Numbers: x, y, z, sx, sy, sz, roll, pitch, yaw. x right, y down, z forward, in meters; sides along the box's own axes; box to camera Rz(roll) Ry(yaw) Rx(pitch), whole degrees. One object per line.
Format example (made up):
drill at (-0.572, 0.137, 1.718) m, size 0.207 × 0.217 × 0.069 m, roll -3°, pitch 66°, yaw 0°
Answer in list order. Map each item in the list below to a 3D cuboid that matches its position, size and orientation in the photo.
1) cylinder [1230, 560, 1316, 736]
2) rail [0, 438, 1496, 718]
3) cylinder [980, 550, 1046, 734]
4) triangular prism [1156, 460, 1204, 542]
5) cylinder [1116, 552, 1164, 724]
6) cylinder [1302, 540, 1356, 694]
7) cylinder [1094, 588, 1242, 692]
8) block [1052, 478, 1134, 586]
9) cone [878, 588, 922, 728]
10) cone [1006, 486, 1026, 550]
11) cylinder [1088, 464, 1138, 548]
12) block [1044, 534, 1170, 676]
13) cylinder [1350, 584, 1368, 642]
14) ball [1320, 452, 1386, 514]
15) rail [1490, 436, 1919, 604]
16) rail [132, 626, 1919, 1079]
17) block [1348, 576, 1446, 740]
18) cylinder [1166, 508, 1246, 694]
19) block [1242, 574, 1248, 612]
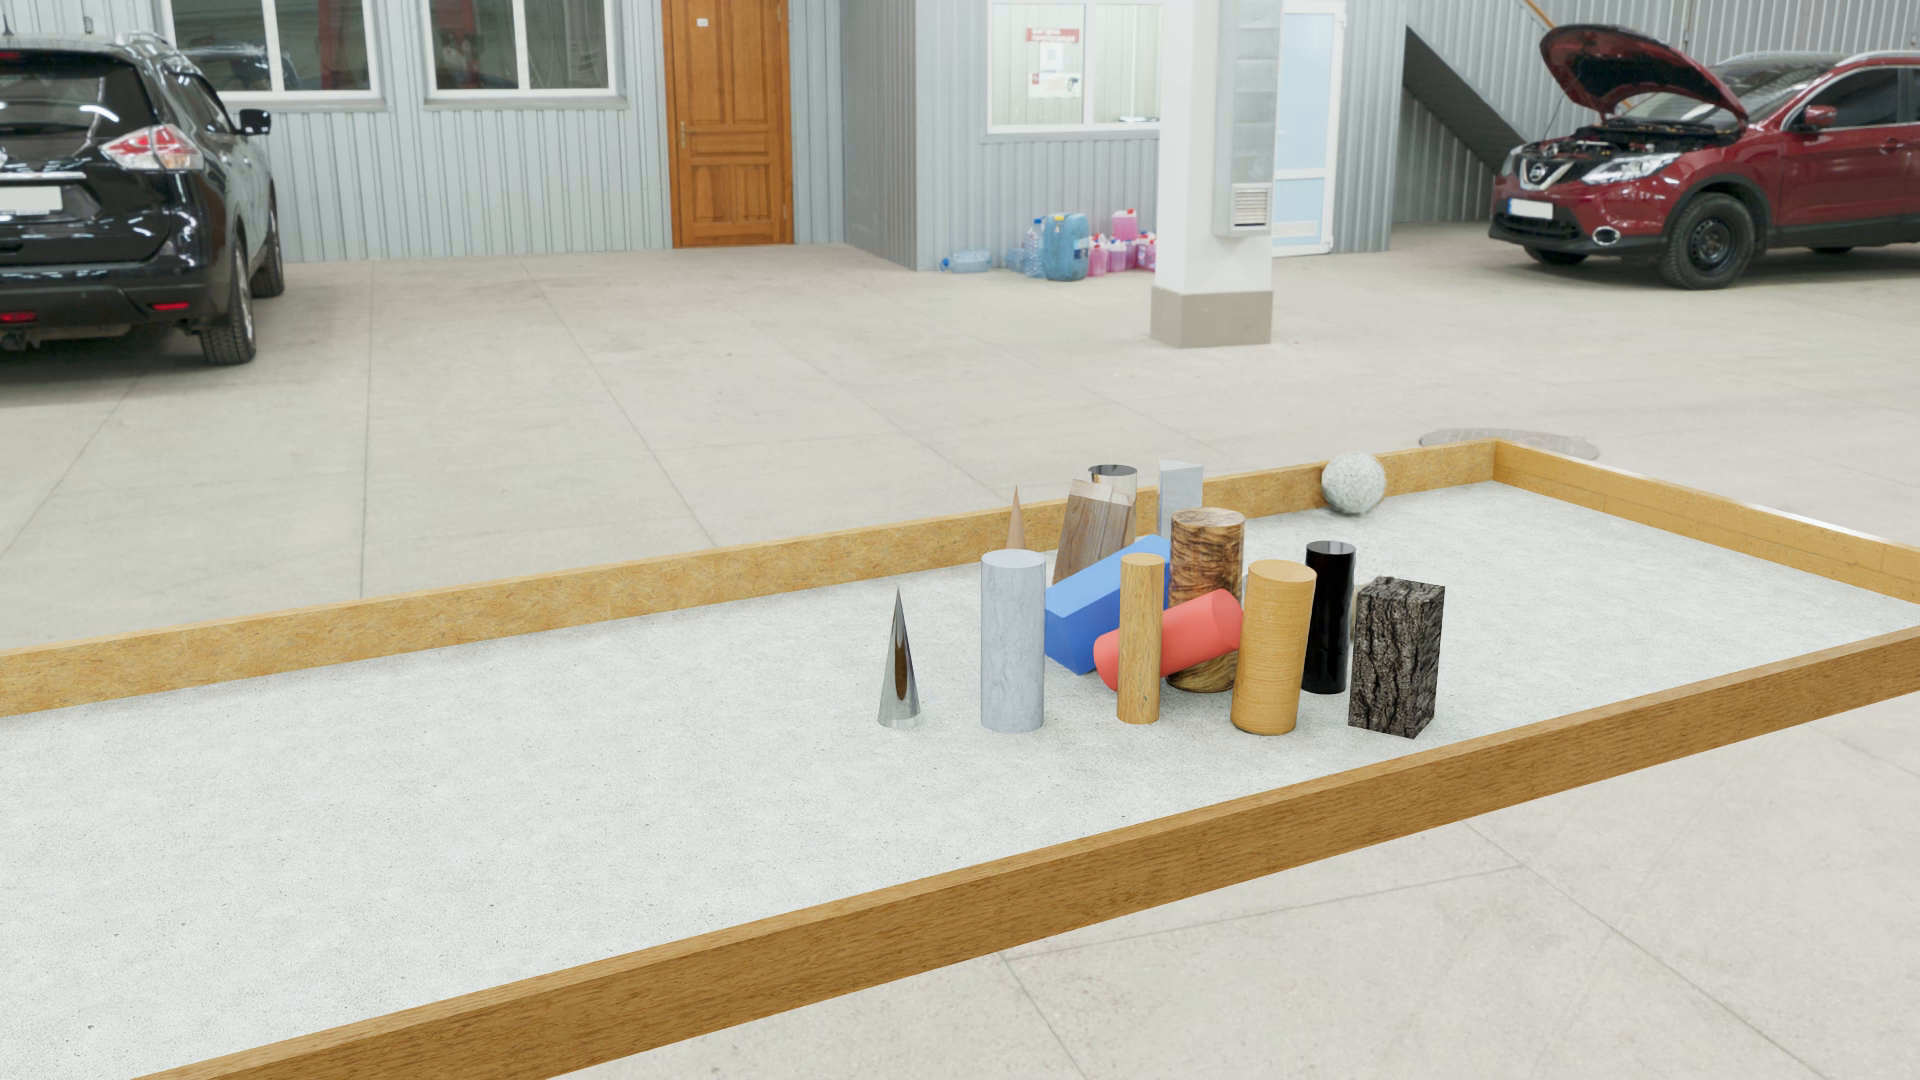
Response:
cylinder at (0.724, 0.248, 3.823) m, size 0.154 × 0.377 × 0.154 m, roll 3°, pitch 19°, yaw -1°
rail at (-3.305, 0.497, 3.399) m, size 12.000 × 0.150 × 0.050 m, roll -9°, pitch 18°, yaw -27°
cylinder at (0.123, 0.235, 3.839) m, size 0.149 × 0.403 × 0.149 m, roll 0°, pitch 16°, yaw 0°
triangular prism at (0.583, -0.006, 4.613) m, size 0.136 × 0.429 × 0.117 m, roll -8°, pitch 18°, yaw -25°
cylinder at (0.424, 0.232, 3.871) m, size 0.101 × 0.391 × 0.101 m, roll 0°, pitch 16°, yaw 0°
cylinder at (0.903, 0.191, 4.066) m, size 0.119 × 0.361 × 0.119 m, roll 0°, pitch 16°, yaw 0°
cylinder at (0.506, 0.245, 3.983) m, size 0.350 × 0.150 × 0.150 m, roll -25°, pitch 0°, yaw 35°
block at (0.363, 0.032, 4.590) m, size 0.172 × 0.347 × 0.172 m, roll 11°, pitch 18°, yaw 5°
cone at (-0.142, 0.264, 3.858) m, size 0.107 × 0.338 × 0.107 m, roll 0°, pitch 16°, yaw 0°
cone at (0.146, 0.067, 4.333) m, size 0.137 × 0.448 × 0.137 m, roll 0°, pitch 16°, yaw 0°
cylinder at (0.445, -0.035, 4.854) m, size 0.143 × 0.350 × 0.143 m, roll 0°, pitch 16°, yaw 0°
block at (0.408, 0.164, 4.281) m, size 0.397 × 0.173 × 0.173 m, roll -26°, pitch 26°, yaw -19°
cylinder at (0.999, 0.196, 4.339) m, size 0.367 × 0.149 × 0.149 m, roll -6°, pitch 16°, yaw 8°
ball at (1.344, -0.195, 5.639) m, size 0.214 × 0.214 × 0.214 m, roll 0°, pitch 16°, yaw 0°
rail at (2.466, -0.048, 5.253) m, size 0.050 × 0.150 × 2.100 m, roll -9°, pitch 18°, yaw -27°
rail at (-2.336, 1.006, 1.665) m, size 12.000 × 0.150 × 0.050 m, roll -9°, pitch 18°, yaw -27°
block at (1.019, 0.271, 3.851) m, size 0.157 × 0.327 × 0.157 m, roll 10°, pitch 19°, yaw 31°
cylinder at (0.607, 0.148, 4.092) m, size 0.180 × 0.428 × 0.180 m, roll 0°, pitch 16°, yaw 0°
block at (0.714, 0.193, 4.507) m, size 0.393 × 0.108 × 0.108 m, roll -14°, pitch 22°, yaw -39°
